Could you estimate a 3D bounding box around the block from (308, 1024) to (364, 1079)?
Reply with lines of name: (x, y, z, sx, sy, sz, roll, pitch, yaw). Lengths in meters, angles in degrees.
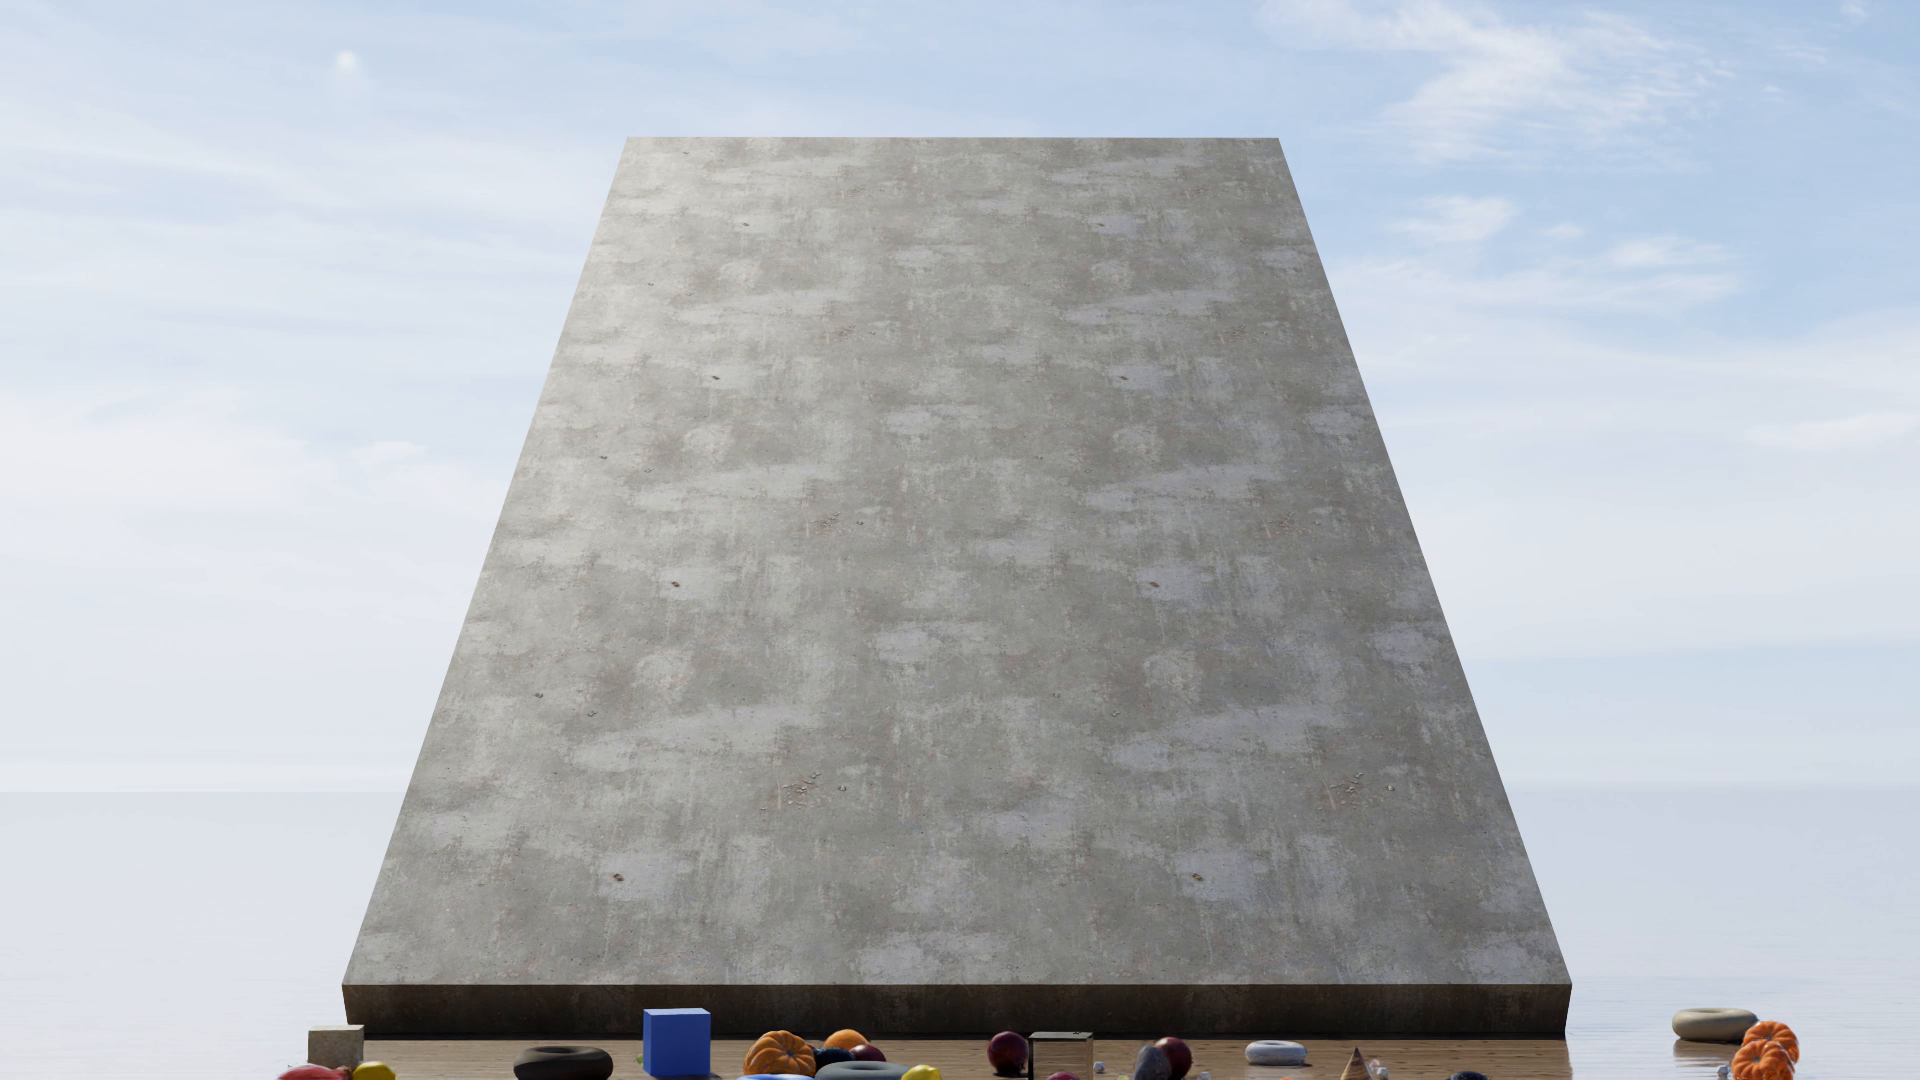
block: (-0.867, 0.712, 3.343, 0.068, 0.068, 0.068, 1, -6, -8)

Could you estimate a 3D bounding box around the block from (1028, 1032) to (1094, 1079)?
block: (0.133, 0.690, 3.163, 0.077, 0.077, 0.077, -1, -6, 10)

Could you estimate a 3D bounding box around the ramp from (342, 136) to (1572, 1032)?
ramp: (-0.013, -0.215, 5.676, 2.000, 0.100, 4.000, 0, 29, 0)

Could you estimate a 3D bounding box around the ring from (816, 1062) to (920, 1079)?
ring: (-0.118, 0.697, 3.082, 0.139, 0.046, 0.139, 1, -5, 0)

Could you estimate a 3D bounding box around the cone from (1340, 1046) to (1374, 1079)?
cone: (0.480, 0.657, 2.907, 0.090, 0.090, 0.090, 0, -6, 0)

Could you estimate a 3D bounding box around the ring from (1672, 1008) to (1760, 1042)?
ring: (1.211, 0.776, 3.855, 0.136, 0.045, 0.136, -1, -6, 0)

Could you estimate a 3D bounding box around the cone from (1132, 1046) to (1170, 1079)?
cone: (0.249, 0.728, 3.279, 0.055, 0.055, 0.055, -6, 19, 44)

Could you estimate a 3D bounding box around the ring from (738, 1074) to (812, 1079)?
ring: (-0.233, 0.695, 3.025, 0.116, 0.039, 0.116, 0, -7, 0)

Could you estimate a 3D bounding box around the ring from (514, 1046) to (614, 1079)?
ring: (-0.541, 0.718, 3.284, 0.135, 0.045, 0.135, 1, -5, 0)

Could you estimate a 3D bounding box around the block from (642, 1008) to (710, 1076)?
block: (-0.402, 0.712, 3.414, 0.084, 0.084, 0.084, 2, -6, -15)

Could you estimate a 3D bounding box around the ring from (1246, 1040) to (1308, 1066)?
ring: (0.461, 0.748, 3.504, 0.091, 0.030, 0.091, 1, -5, 0)
